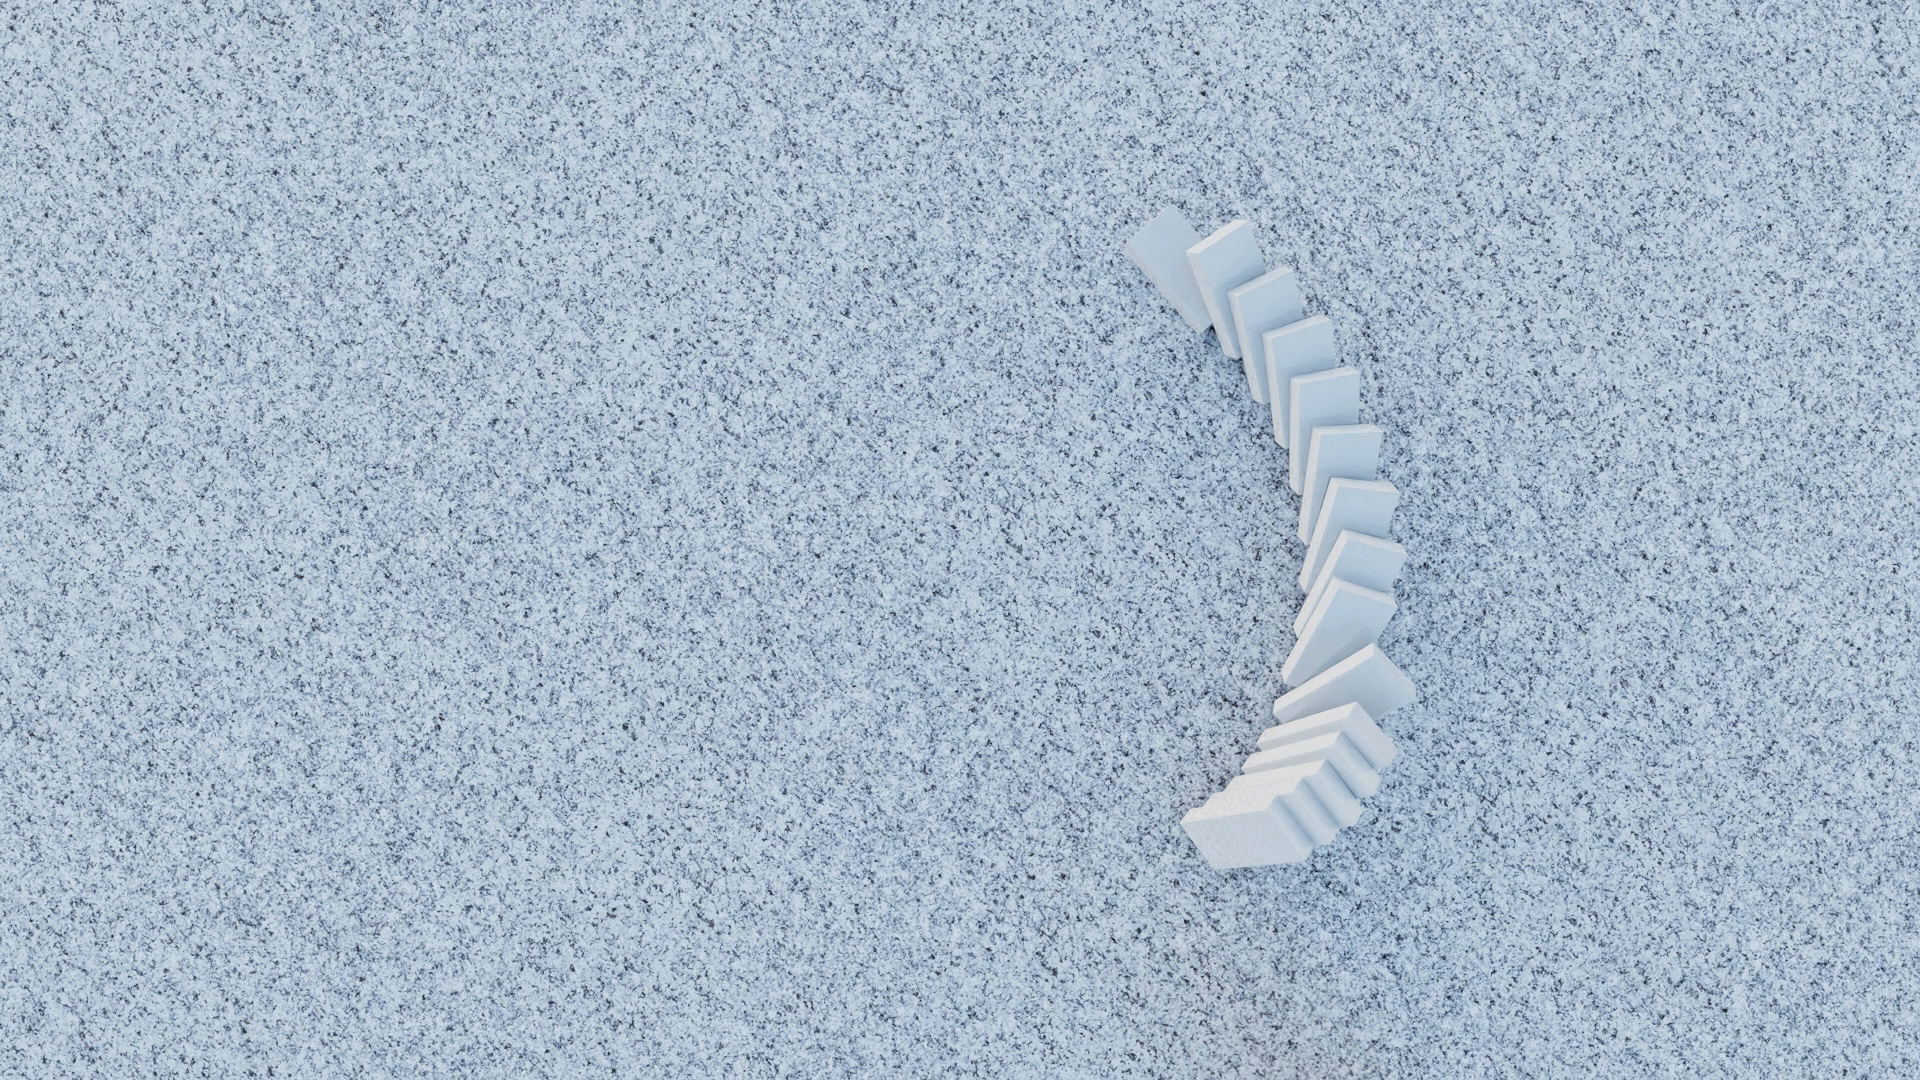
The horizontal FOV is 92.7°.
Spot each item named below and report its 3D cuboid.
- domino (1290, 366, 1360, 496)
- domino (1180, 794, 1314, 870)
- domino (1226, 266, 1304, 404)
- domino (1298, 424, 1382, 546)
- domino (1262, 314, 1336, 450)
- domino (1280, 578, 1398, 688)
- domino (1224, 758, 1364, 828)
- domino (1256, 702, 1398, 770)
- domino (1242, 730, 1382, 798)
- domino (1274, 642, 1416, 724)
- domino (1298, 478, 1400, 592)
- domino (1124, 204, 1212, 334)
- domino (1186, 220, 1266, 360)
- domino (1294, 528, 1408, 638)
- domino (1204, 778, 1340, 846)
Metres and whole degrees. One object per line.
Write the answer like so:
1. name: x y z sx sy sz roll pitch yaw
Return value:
1. domino: 0.152 -0.045 0.384 0.025 0.009 0.050 -10 117 0
2. domino: 0.117 0.121 0.377 0.009 0.050 0.025 -37 90 -37
3. domino: 0.131 -0.085 0.384 0.025 0.010 0.050 -25 118 -1
4. domino: 0.159 -0.023 0.385 0.025 0.010 0.050 -3 117 0
5. domino: 0.143 -0.066 0.384 0.025 0.009 0.050 -18 117 0
6. domino: 0.158 0.042 0.384 0.025 0.009 0.050 18 118 0
7. domino: 0.136 0.107 0.377 0.010 0.050 0.025 -37 90 -37
8. domino: 0.150 0.085 0.377 0.025 0.050 0.010 49 54 0
9. domino: 0.143 0.096 0.377 0.025 0.050 0.010 50 54 0
10. domino: 0.159 0.066 0.381 0.025 0.010 0.050 44 125 -4
11. domino: 0.162 0.000 0.384 0.025 0.009 0.050 6 118 0
12. domino: 0.097 -0.116 0.395 0.025 0.009 0.050 -41 90 0
13. domino: 0.116 -0.104 0.383 0.025 0.010 0.050 -33 119 -4
14. domino: 0.163 0.022 0.384 0.025 0.010 0.050 15 118 0
15. domino: 0.127 0.114 0.377 0.009 0.050 0.025 -37 90 -37
